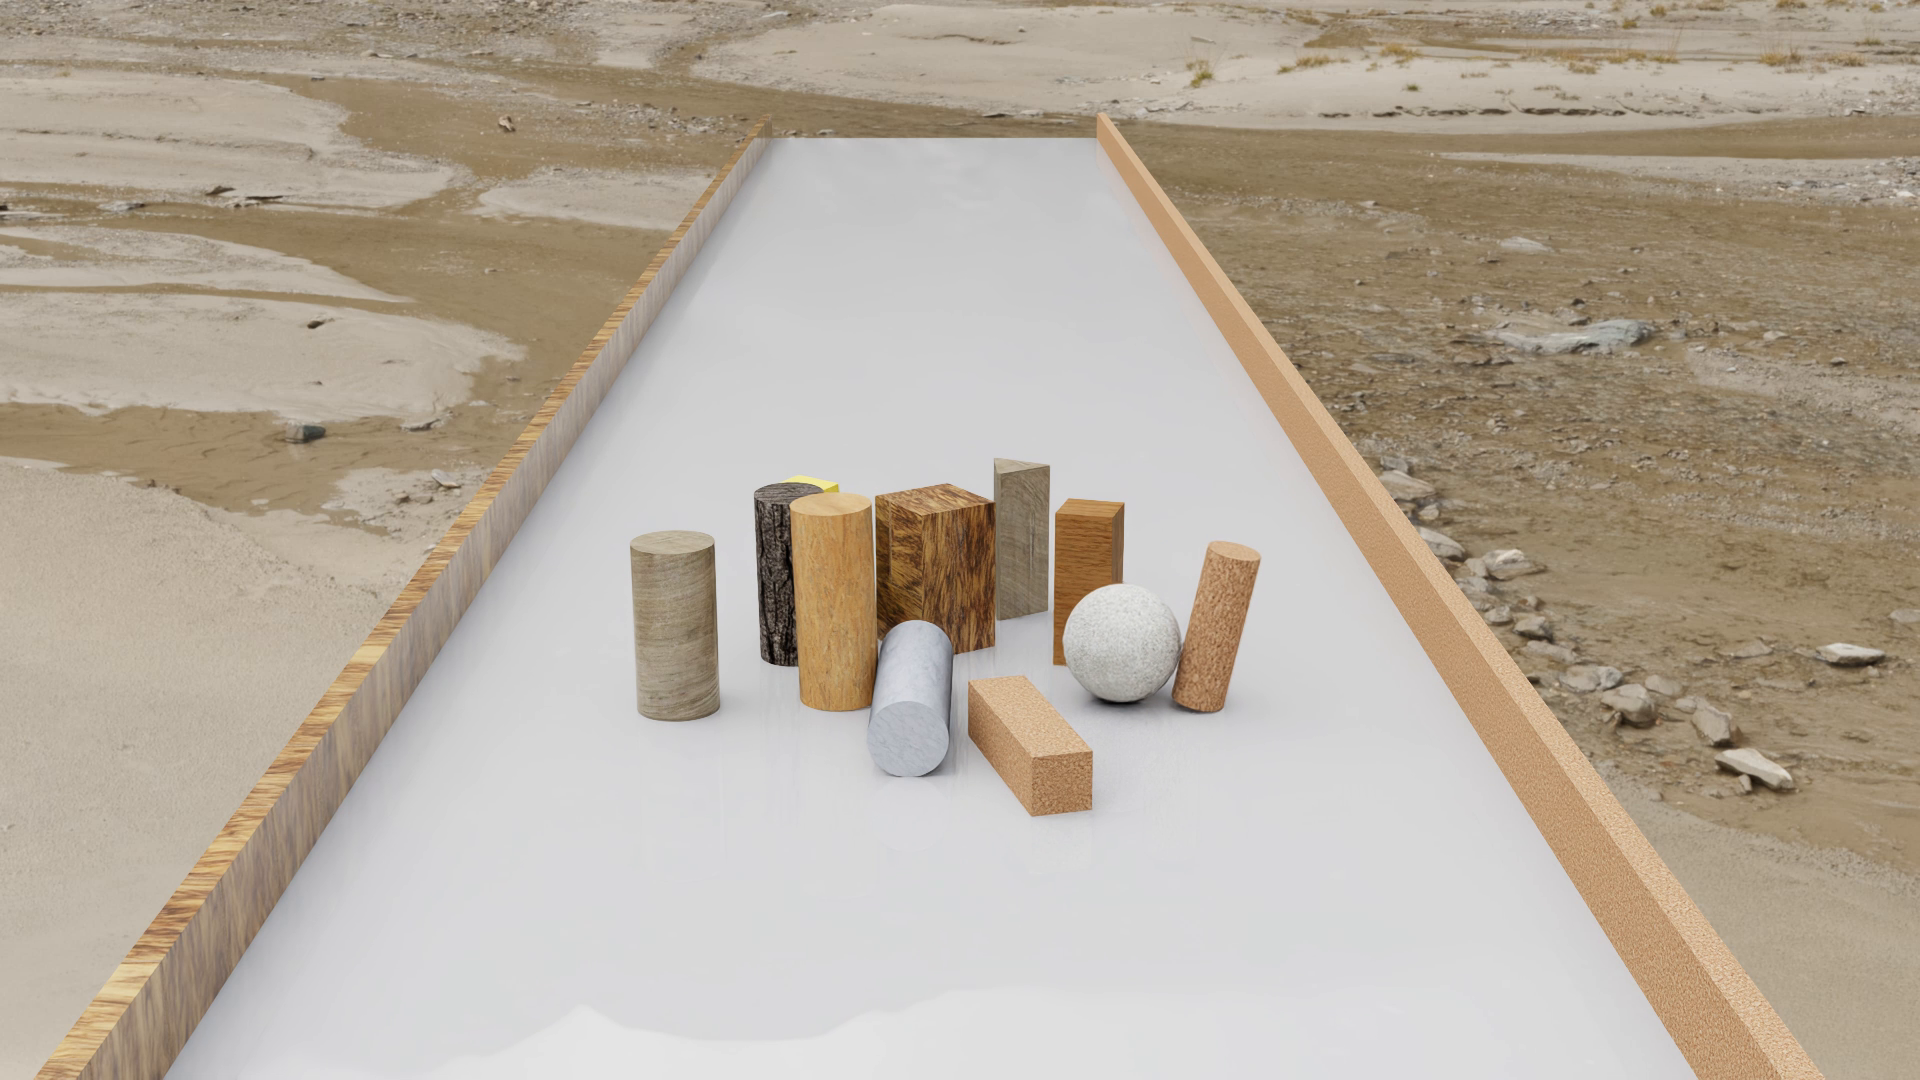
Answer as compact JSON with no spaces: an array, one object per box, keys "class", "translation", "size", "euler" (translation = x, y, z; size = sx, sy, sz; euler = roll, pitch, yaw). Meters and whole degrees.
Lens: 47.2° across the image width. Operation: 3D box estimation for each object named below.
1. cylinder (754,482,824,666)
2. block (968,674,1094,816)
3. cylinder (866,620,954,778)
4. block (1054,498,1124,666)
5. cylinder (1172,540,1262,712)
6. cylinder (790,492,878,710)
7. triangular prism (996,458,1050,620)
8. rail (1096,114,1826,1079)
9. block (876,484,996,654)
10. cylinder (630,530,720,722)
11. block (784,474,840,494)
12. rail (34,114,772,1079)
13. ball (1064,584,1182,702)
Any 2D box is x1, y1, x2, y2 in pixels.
[{"class":"cylinder","translation":[-0.335,0.068,4.385],"size":[0.138,0.341,0.138],"euler":[-1,20,0]},{"class":"block","translation":[0.118,0.355,3.847],"size":[0.107,0.107,0.383],"euler":[-5,17,-15]},{"class":"cylinder","translation":[-0.087,0.284,4.024],"size":[0.143,0.143,0.435],"euler":[0,17,1]},{"class":"block","translation":[0.257,0.087,4.383],"size":[0.115,0.314,0.115],"euler":[5,17,15]},{"class":"cylinder","translation":[0.480,0.162,4.123],"size":[0.101,0.305,0.101],"euler":[11,18,-4]},{"class":"cylinder","translation":[-0.235,0.116,4.155],"size":[0.153,0.384,0.153],"euler":[-2,17,1]},{"class":"triangular prism","translation":[0.105,-0.007,4.686],"size":[0.130,0.322,0.112],"euler":[-10,19,-31]},{"class":"rail","translation":[0.932,-0.844,7.801],"size":[0.050,0.150,12.000],"euler":[0,17,-1]},{"class":"block","translation":[-0.050,0.063,4.478],"size":[0.176,0.305,0.176],"euler":[-11,20,-32]},{"class":"cylinder","translation":[-0.533,0.160,4.117],"size":[0.157,0.326,0.157],"euler":[0,17,0]},{"class":"block","translation":[-0.316,0.039,4.530],"size":[0.110,0.314,0.110],"euler":[13,26,37]},{"class":"rail","translation":[-1.118,-0.838,7.780],"size":[0.050,0.150,12.000],"euler":[0,17,-1]},{"class":"ball","translation":[0.308,0.196,4.174],"size":[0.225,0.225,0.225],"euler":[0,17,0]}]
